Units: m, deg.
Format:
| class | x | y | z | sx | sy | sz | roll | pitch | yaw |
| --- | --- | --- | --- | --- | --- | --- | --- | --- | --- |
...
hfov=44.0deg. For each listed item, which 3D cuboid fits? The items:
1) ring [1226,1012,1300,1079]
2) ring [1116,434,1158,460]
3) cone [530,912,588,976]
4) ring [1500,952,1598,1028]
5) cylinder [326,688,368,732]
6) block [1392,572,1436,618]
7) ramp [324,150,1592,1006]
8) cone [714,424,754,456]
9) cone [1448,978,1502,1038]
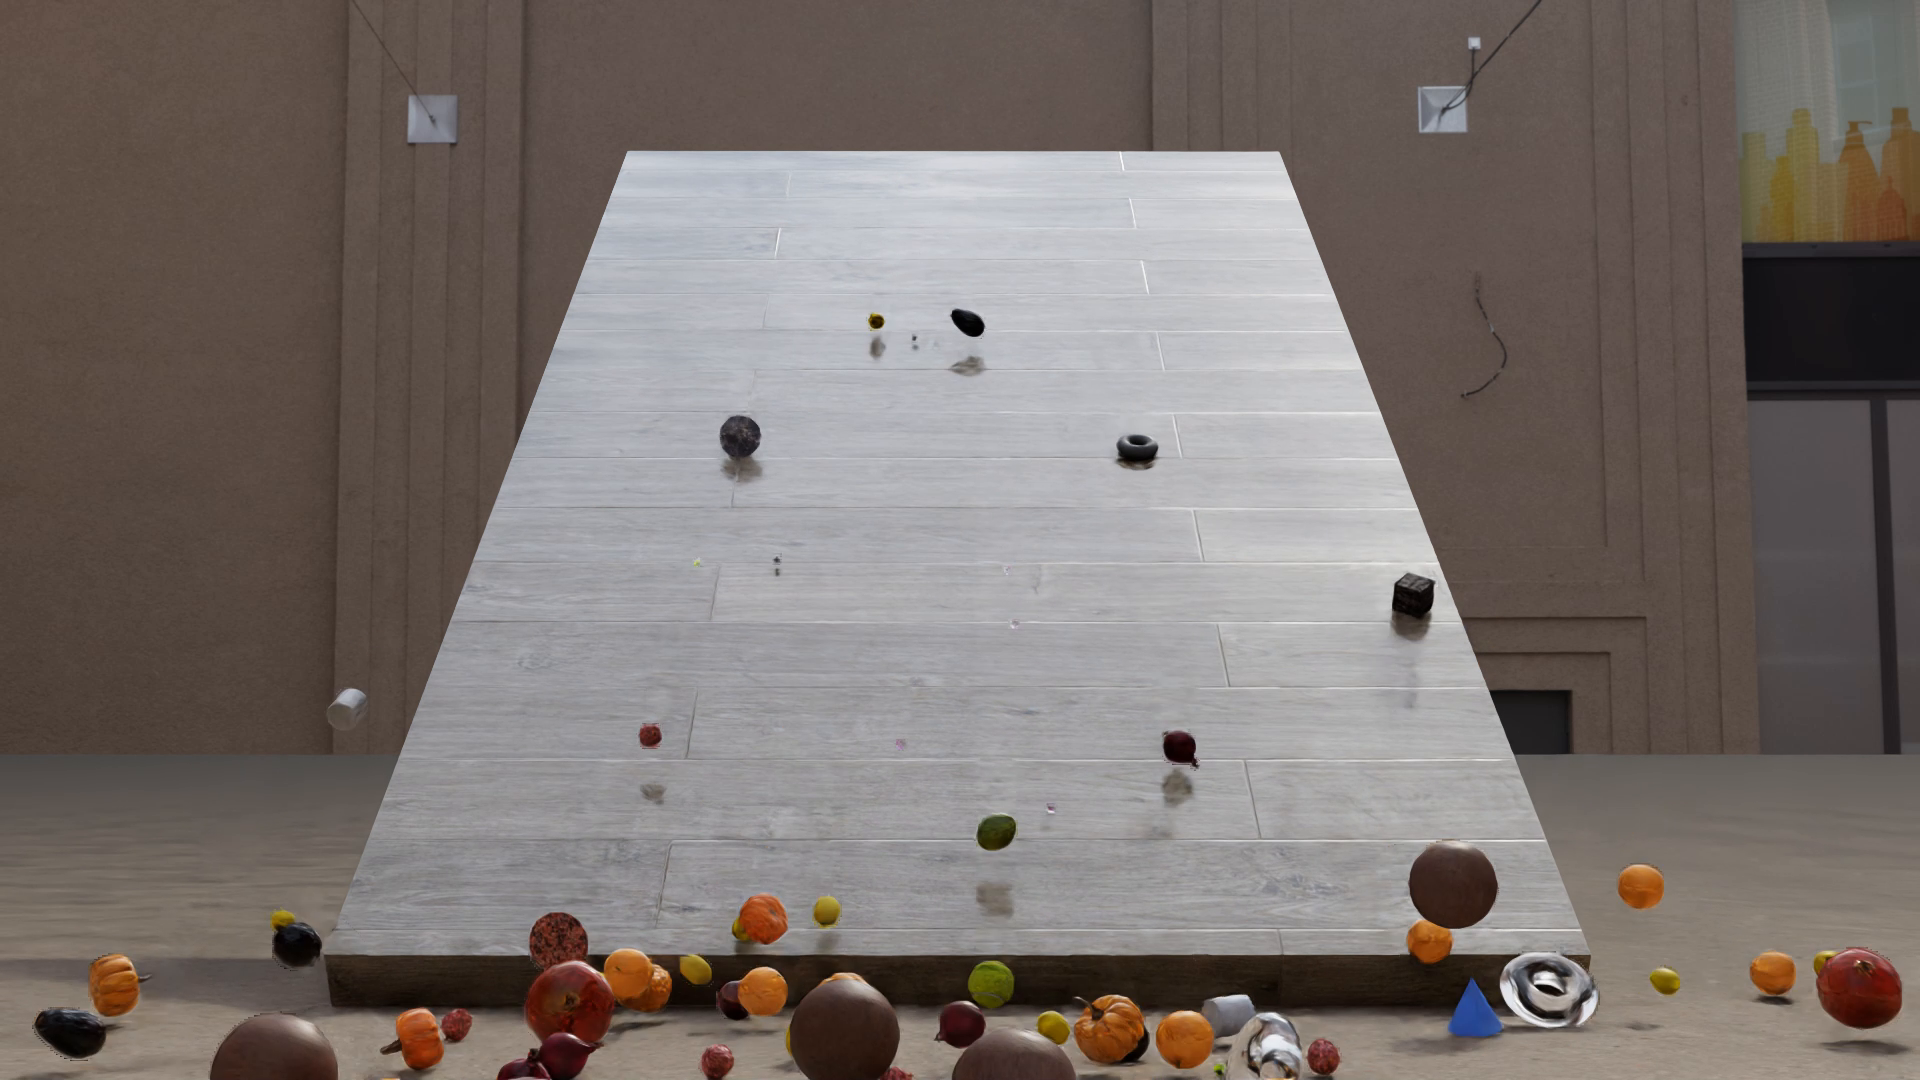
| class | x | y | z | sx | sy | sz | roll | pitch | yaw |
| --- | --- | --- | --- | --- | --- | --- | --- | --- | --- |
| ring | 0.323 | 0.565 | 2.540 | 0.041 | 0.123 | 0.123 | 18 | -10 | -17 |
| ring | 0.401 | -0.212 | 5.388 | 0.094 | 0.031 | 0.094 | 1 | 28 | -1 |
| cone | -0.613 | 0.629 | 3.754 | 0.099 | 0.099 | 0.099 | -1 | 0 | 14 |
| ring | 0.874 | 0.668 | 3.532 | 0.143 | 0.048 | 0.143 | 3 | 32 | -2 |
| cylinder | -1.168 | 0.324 | 4.539 | 0.060 | 0.060 | 0.060 | -1 | 25 | 11 |
| block | 0.904 | 0.110 | 4.742 | 0.060 | 0.060 | 0.060 | 19 | 33 | 32 |
| ramp | -0.011 | -0.225 | 5.552 | 2.000 | 0.100 | 4.000 | 0 | 28 | 0 |
| cone | -0.497 | -0.234 | 5.412 | 0.095 | 0.095 | 0.095 | -1 | 21 | 15 |
| cone | 0.736 | 0.662 | 3.409 | 0.077 | 0.077 | 0.077 | -6 | 10 | 1 |
